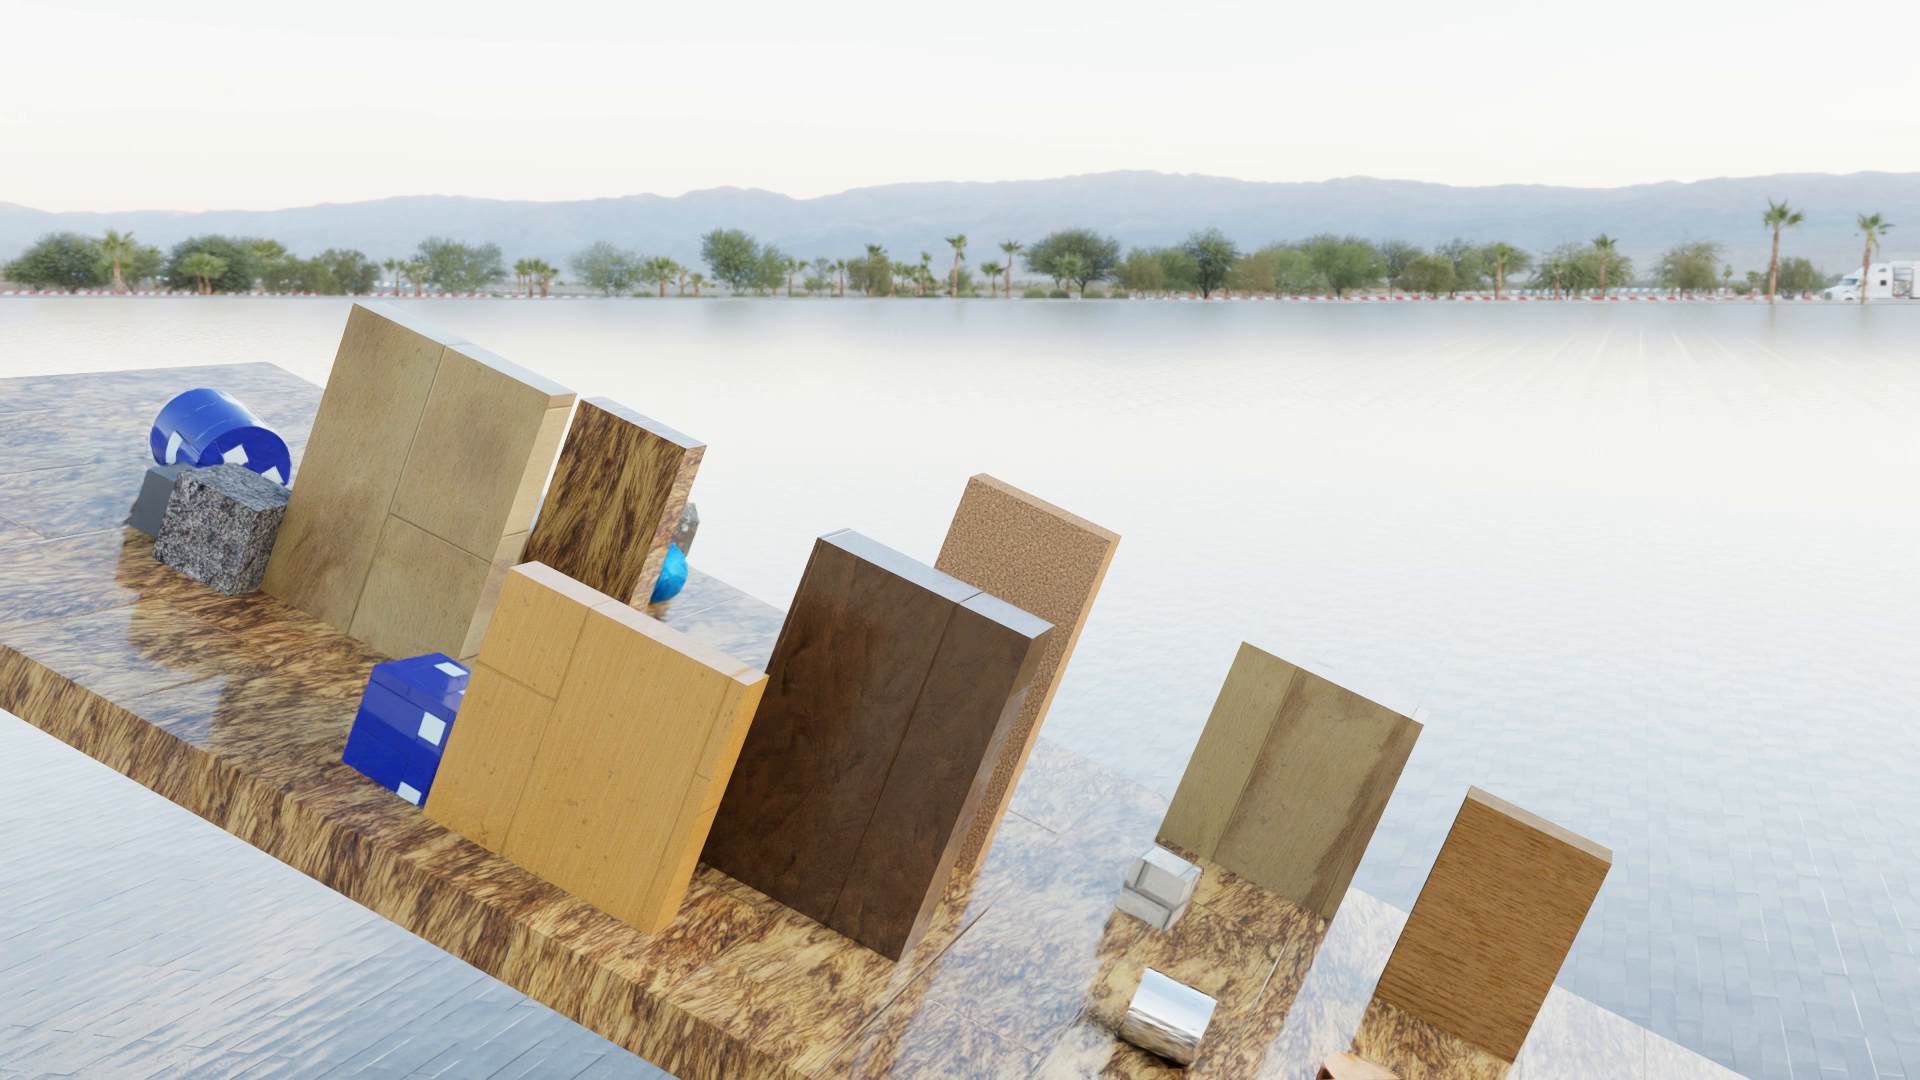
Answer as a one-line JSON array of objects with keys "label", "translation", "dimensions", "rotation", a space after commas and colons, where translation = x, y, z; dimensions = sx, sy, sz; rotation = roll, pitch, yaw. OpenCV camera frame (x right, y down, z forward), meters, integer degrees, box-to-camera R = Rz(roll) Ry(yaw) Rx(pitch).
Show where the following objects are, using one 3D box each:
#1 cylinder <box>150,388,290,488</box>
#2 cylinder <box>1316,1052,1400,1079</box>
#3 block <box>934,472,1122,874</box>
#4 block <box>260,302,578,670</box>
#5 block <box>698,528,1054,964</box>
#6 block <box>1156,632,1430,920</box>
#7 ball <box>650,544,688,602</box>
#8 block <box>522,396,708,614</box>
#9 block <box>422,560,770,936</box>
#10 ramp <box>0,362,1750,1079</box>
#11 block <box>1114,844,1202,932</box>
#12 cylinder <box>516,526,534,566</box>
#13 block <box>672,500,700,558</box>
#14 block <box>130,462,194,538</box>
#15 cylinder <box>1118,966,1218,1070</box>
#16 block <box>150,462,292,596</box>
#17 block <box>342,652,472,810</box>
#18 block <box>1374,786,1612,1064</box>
[{"label": "cylinder", "translation": [-1.487, -0.174, 4.421], "dimensions": [0.204, 0.204, 0.204], "rotation": [-6, 29, -42]}, {"label": "cylinder", "translation": [0.622, 0.929, 3.501], "dimensions": [0.158, 0.158, 0.158], "rotation": [21, 13, -5]}, {"label": "block", "translation": [0.032, 0.250, 4.102], "dimensions": [0.287, 0.689, 0.088], "rotation": [25, 13, 13]}, {"label": "block", "translation": [-0.998, -0.087, 4.034], "dimensions": [0.424, 0.576, 0.102], "rotation": [25, 13, 13]}, {"label": "block", "translation": [-0.147, 0.337, 3.660], "dimensions": [0.392, 0.597, 0.141], "rotation": [25, 13, 13]}, {"label": "block", "translation": [0.711, 0.500, 4.701], "dimensions": [0.411, 0.468, 0.140], "rotation": [25, 13, 13]}, {"label": "ball", "translation": [-0.680, 0.067, 4.905], "dimensions": [0.144, 0.144, 0.144], "rotation": [0, 7, 0]}, {"label": "block", "translation": [-0.737, -0.050, 4.629], "dimensions": [0.258, 0.435, 0.106], "rotation": [25, 13, 13]}, {"label": "block", "translation": [-0.569, 0.320, 3.408], "dimensions": [0.424, 0.432, 0.087], "rotation": [25, 13, 13]}, {"label": "ramp", "translation": [-0.301, 0.530, 4.191], "dimensions": [4.000, 0.100, 2.000], "rotation": [25, 13, 13]}, {"label": "block", "translation": [0.385, 0.673, 4.263], "dimensions": [0.110, 0.110, 0.110], "rotation": [26, 13, 17]}, {"label": "cylinder", "translation": [-0.974, 0.012, 4.676], "dimensions": [0.129, 0.129, 0.129], "rotation": [25, 12, 11]}, {"label": "block", "translation": [-0.716, -0.017, 5.164], "dimensions": [0.154, 0.154, 0.154], "rotation": [18, 13, -16]}, {"label": "block", "translation": [-1.478, -0.064, 4.184], "dimensions": [0.117, 0.117, 0.117], "rotation": [25, 13, 11]}, {"label": "cylinder", "translation": [0.345, 0.795, 3.663], "dimensions": [0.127, 0.127, 0.127], "rotation": [24, 11, 9]}, {"label": "block", "translation": [-1.354, -0.022, 4.087], "dimensions": [0.174, 0.174, 0.174], "rotation": [25, 14, 11]}, {"label": "block", "translation": [-0.857, 0.307, 3.569], "dimensions": [0.173, 0.173, 0.173], "rotation": [26, 14, 19]}, {"label": "block", "translation": [1.035, 0.747, 4.280], "dimensions": [0.292, 0.445, 0.102], "rotation": [25, 13, 13]}]
